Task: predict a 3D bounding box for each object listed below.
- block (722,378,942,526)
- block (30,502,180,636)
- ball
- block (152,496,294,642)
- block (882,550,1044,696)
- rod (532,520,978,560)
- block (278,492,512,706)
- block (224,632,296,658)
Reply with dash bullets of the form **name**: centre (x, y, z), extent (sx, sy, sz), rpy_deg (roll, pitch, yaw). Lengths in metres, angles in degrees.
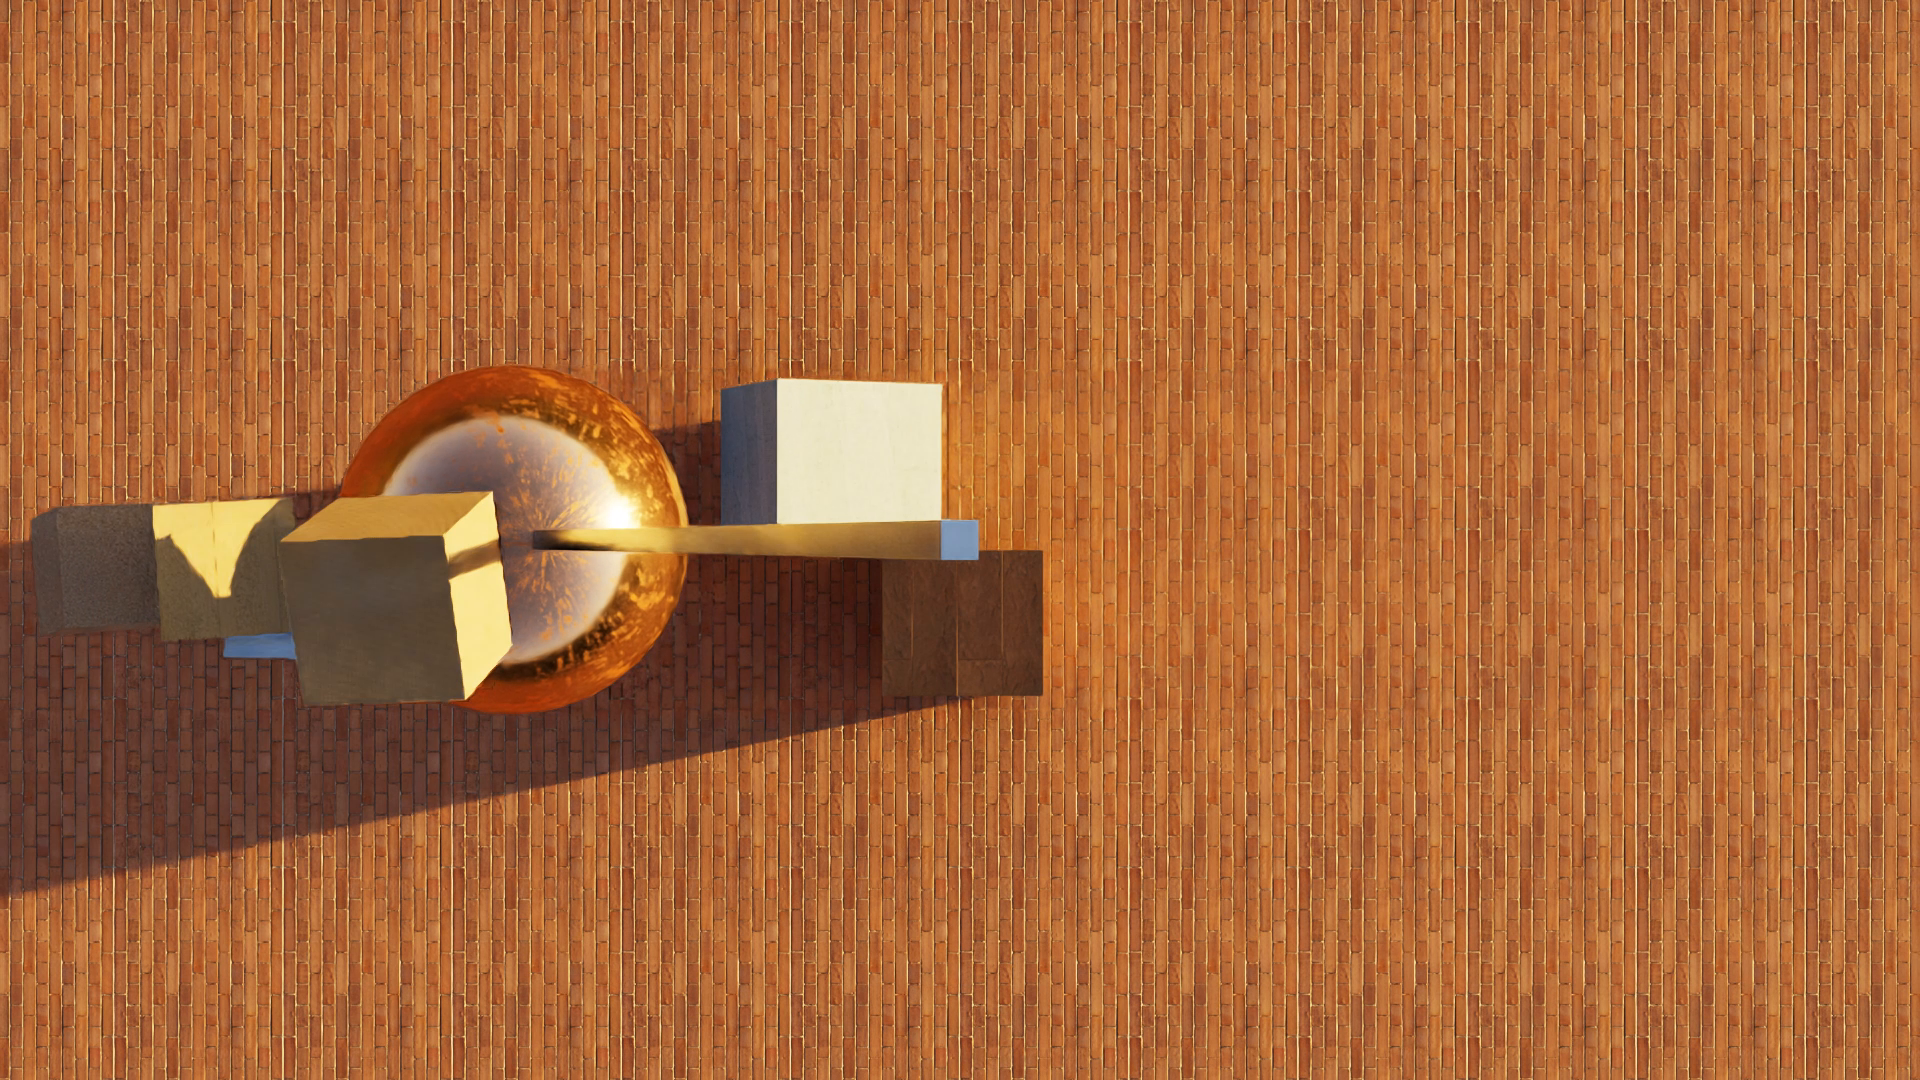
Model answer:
- **block**: centre (-0.735, -0.404, 12.366), extent (0.958, 0.957, 0.912), rpy_deg (0, 90, -24)
- **block**: centre (-3.986, 0.136, 10.335), extent (0.575, 0.533, 0.552), rpy_deg (-4, 86, -35)
- **ball**: centre (-2.040, 0.000, 10.058), extent (1.600, 1.600, 1.600), rpy_deg (0, 90, 0)
- **block**: centre (-3.211, 0.117, 9.663), extent (0.569, 0.579, 0.576), rpy_deg (-4, 93, -17)
- **block**: centre (0.015, 0.461, 12.589), extent (0.891, 0.823, 0.804), rpy_deg (0, 90, 0)
- **rod**: centre (-0.884, 0.000, 6.861), extent (0.080, 5.200, 0.080), rpy_deg (0, 90, -20)
- **block**: centre (-2.281, 0.229, 8.960), extent (0.663, 0.670, 0.679), rpy_deg (-2, 106, 5)
- **block**: centre (-3.775, 0.303, 12.680), extent (0.715, 0.639, 0.726), rpy_deg (1, 90, 0)
